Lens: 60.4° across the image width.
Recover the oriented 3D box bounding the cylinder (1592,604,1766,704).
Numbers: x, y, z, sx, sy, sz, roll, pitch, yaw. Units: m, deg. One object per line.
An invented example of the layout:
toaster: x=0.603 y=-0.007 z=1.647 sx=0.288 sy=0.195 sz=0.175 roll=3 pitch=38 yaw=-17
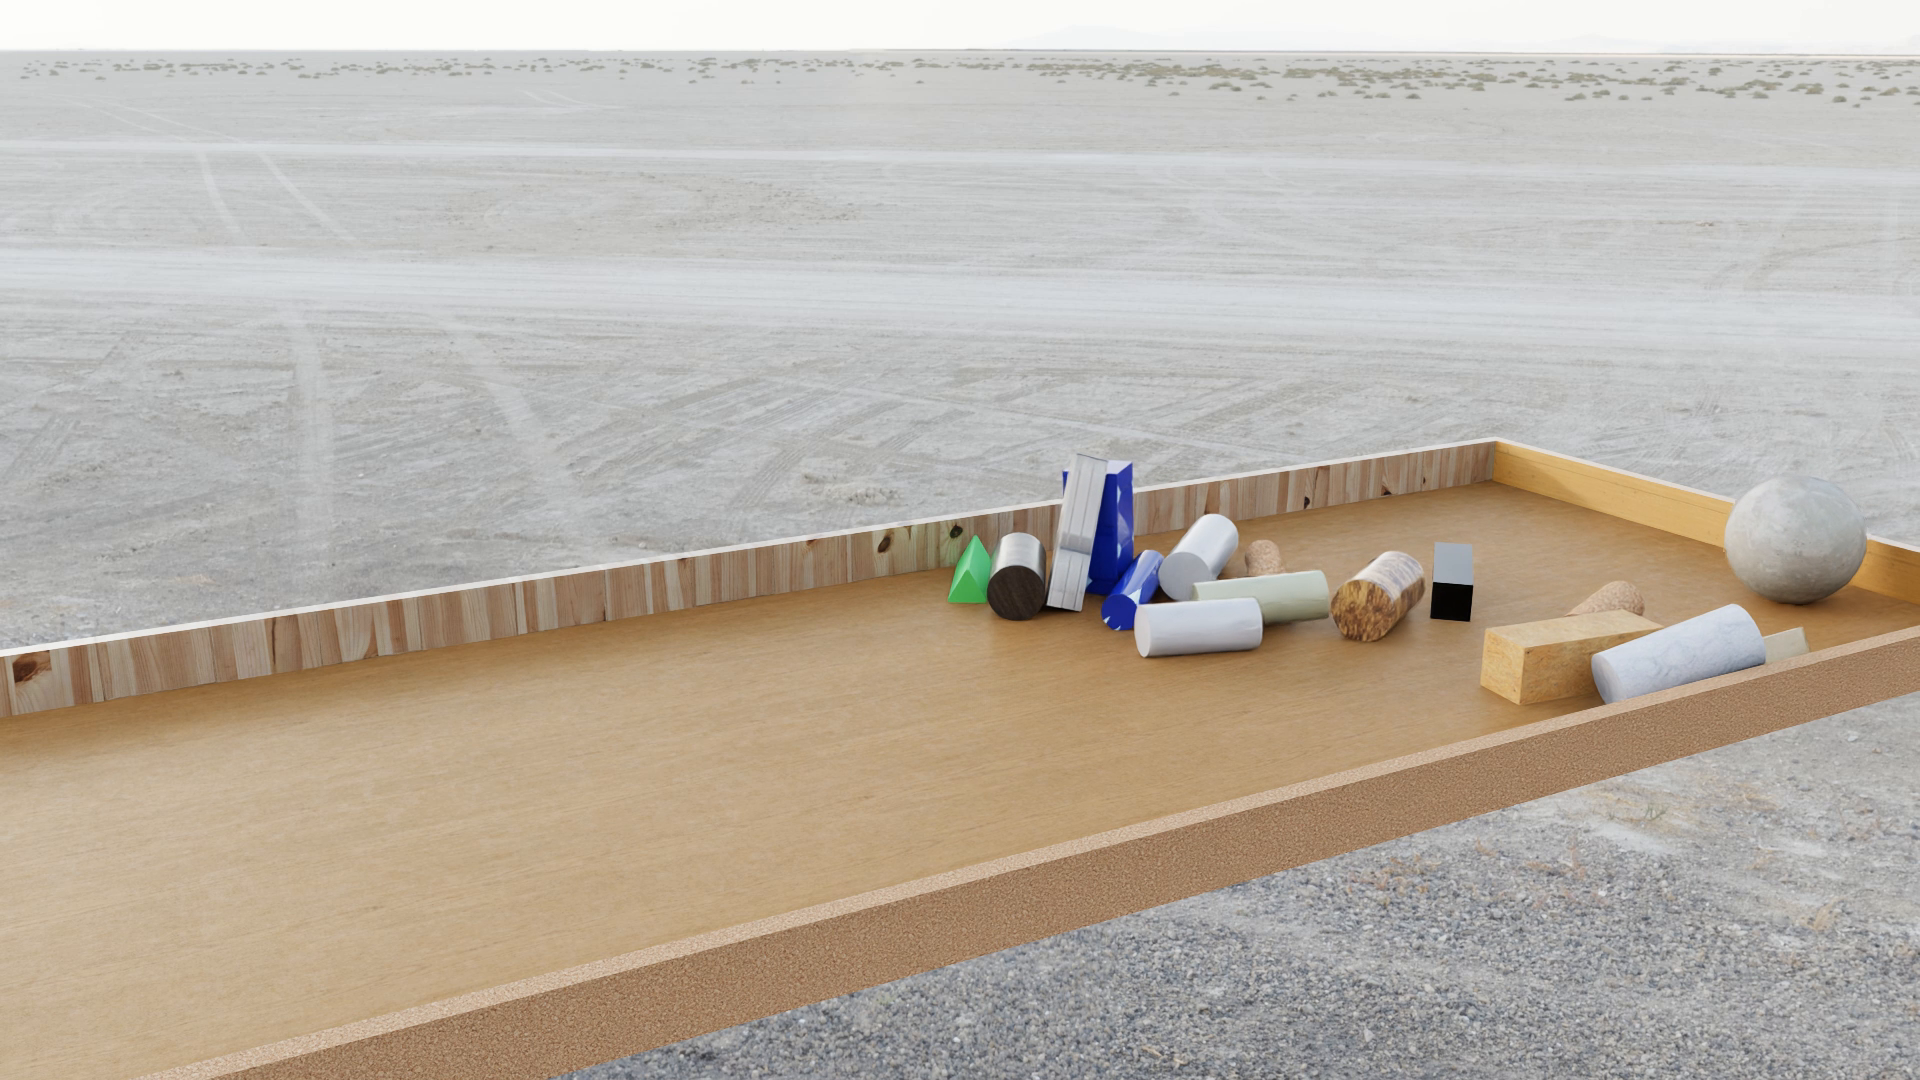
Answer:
cylinder: x=1.700 y=0.287 z=3.908 sx=0.346 sy=0.163 sz=0.163 roll=-20 pitch=18 yaw=-1

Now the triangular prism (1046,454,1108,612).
triangular prism: x=0.308 y=-0.024 z=4.684 sx=0.116 sy=0.434 sz=0.101 roll=12 pitch=-2 yaw=-31

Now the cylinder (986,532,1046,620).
cylinder: x=0.165 y=0.101 z=4.723 sx=0.162 sy=0.162 sz=0.329 roll=1 pitch=16 yaw=4

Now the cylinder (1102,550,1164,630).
cylinder: x=0.501 y=0.139 z=4.697 sx=0.105 sy=0.105 sz=0.438 roll=5 pitch=17 yaw=17

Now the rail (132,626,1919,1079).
rail: x=-2.336 y=1.006 z=1.665 sx=12.000 sy=0.150 sz=0.050 roll=-9 pitch=18 yaw=-27

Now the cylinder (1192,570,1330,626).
cylinder: x=0.816 y=0.167 z=4.495 sx=0.349 sy=0.135 sz=0.135 roll=-6 pitch=17 yaw=-3

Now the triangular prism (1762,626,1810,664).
triangular prism: x=1.963 y=0.304 z=4.108 sx=0.414 sy=0.112 sz=0.130 roll=-10 pitch=19 yaw=-30

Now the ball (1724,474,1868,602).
ball: x=2.388 y=-0.003 z=4.718 sx=0.366 sy=0.366 sz=0.366 roll=0 pitch=16 yaw=0

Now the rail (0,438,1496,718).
rail: x=-3.305 y=0.497 z=3.399 sx=12.000 sy=0.150 sz=0.050 roll=-9 pitch=18 yaw=-27

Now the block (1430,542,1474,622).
block: x=1.422 y=0.117 z=4.767 sx=0.108 sy=0.108 sz=0.409 roll=5 pitch=17 yaw=15

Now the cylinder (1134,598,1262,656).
cylinder: x=0.626 y=0.228 z=4.336 sx=0.306 sy=0.137 sz=0.137 roll=-3 pitch=17 yaw=-11

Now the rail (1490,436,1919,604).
rail: x=2.466 y=-0.048 z=5.253 sx=0.050 sy=0.150 sz=2.100 roll=-9 pitch=18 yaw=-27

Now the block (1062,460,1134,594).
block: x=0.407 y=-0.040 z=4.837 sx=0.162 sy=0.363 sz=0.162 roll=4 pitch=17 yaw=21

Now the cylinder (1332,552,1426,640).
cylinder: x=1.153 y=0.151 z=4.536 sx=0.170 sy=0.170 sz=0.308 roll=10 pitch=19 yaw=29

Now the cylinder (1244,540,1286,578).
cylinder: x=0.896 y=0.111 z=4.784 sx=0.109 sy=0.109 sz=0.426 roll=1 pitch=16 yaw=5

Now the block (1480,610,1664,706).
block: x=1.526 y=0.289 z=4.109 sx=0.425 sy=0.148 sz=0.148 roll=-6 pitch=17 yaw=-20

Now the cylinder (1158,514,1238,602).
cylinder: x=0.715 y=0.050 z=4.913 sx=0.153 sy=0.153 sz=0.427 roll=6 pitch=17 yaw=19

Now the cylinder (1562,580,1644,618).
cylinder: x=1.708 y=0.213 z=4.403 sx=0.127 sy=0.127 sz=0.359 roll=13 pitch=21 yaw=37
